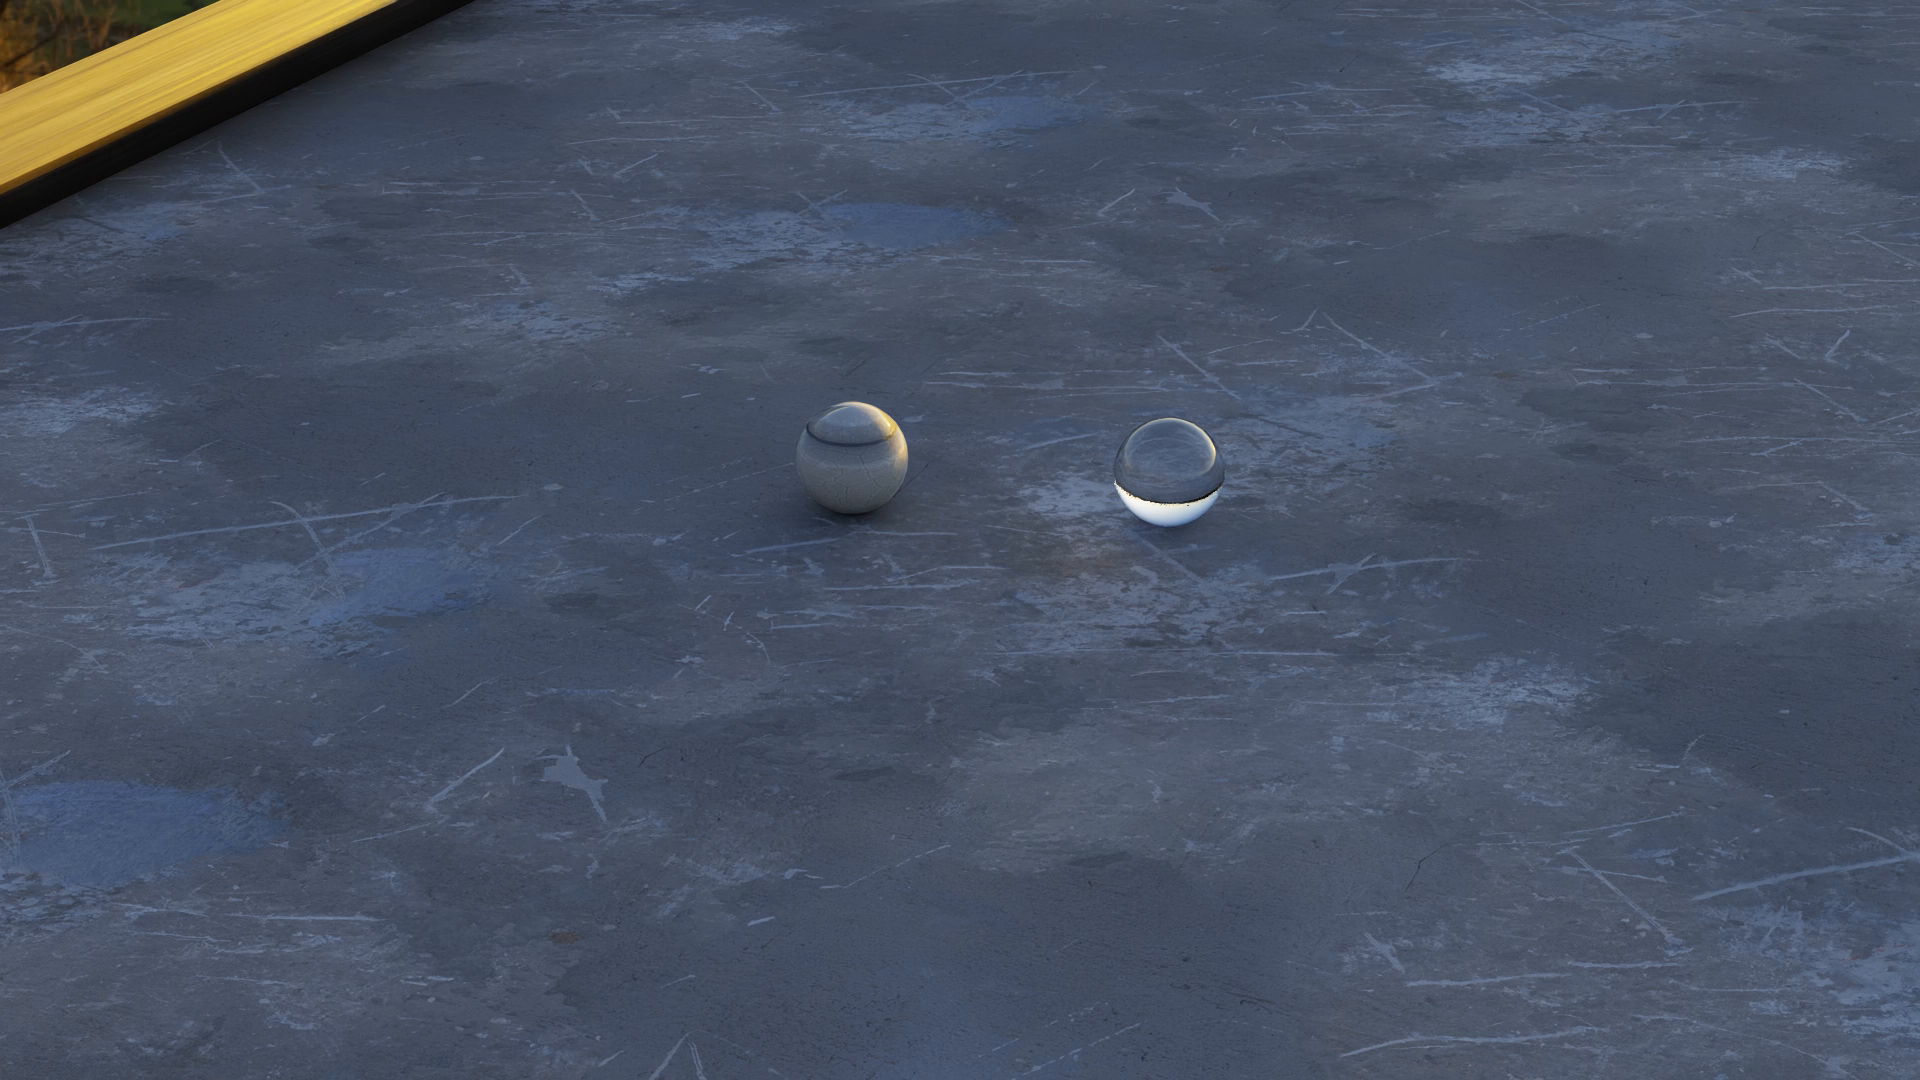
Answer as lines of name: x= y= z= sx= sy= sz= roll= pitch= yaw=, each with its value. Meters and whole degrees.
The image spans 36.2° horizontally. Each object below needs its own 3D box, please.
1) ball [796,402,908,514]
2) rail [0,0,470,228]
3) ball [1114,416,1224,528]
ball: x=-0.069 y=-0.053 z=1.886 sx=0.072 sy=0.072 sz=0.072 roll=0 pitch=26 yaw=0
rail: x=-0.523 y=-0.528 z=2.805 sx=0.045 sy=0.104 sz=3.375 roll=11 pitch=28 yaw=21
ball: x=0.133 y=-0.043 z=1.869 sx=0.070 sy=0.070 sz=0.070 roll=0 pitch=26 yaw=0
